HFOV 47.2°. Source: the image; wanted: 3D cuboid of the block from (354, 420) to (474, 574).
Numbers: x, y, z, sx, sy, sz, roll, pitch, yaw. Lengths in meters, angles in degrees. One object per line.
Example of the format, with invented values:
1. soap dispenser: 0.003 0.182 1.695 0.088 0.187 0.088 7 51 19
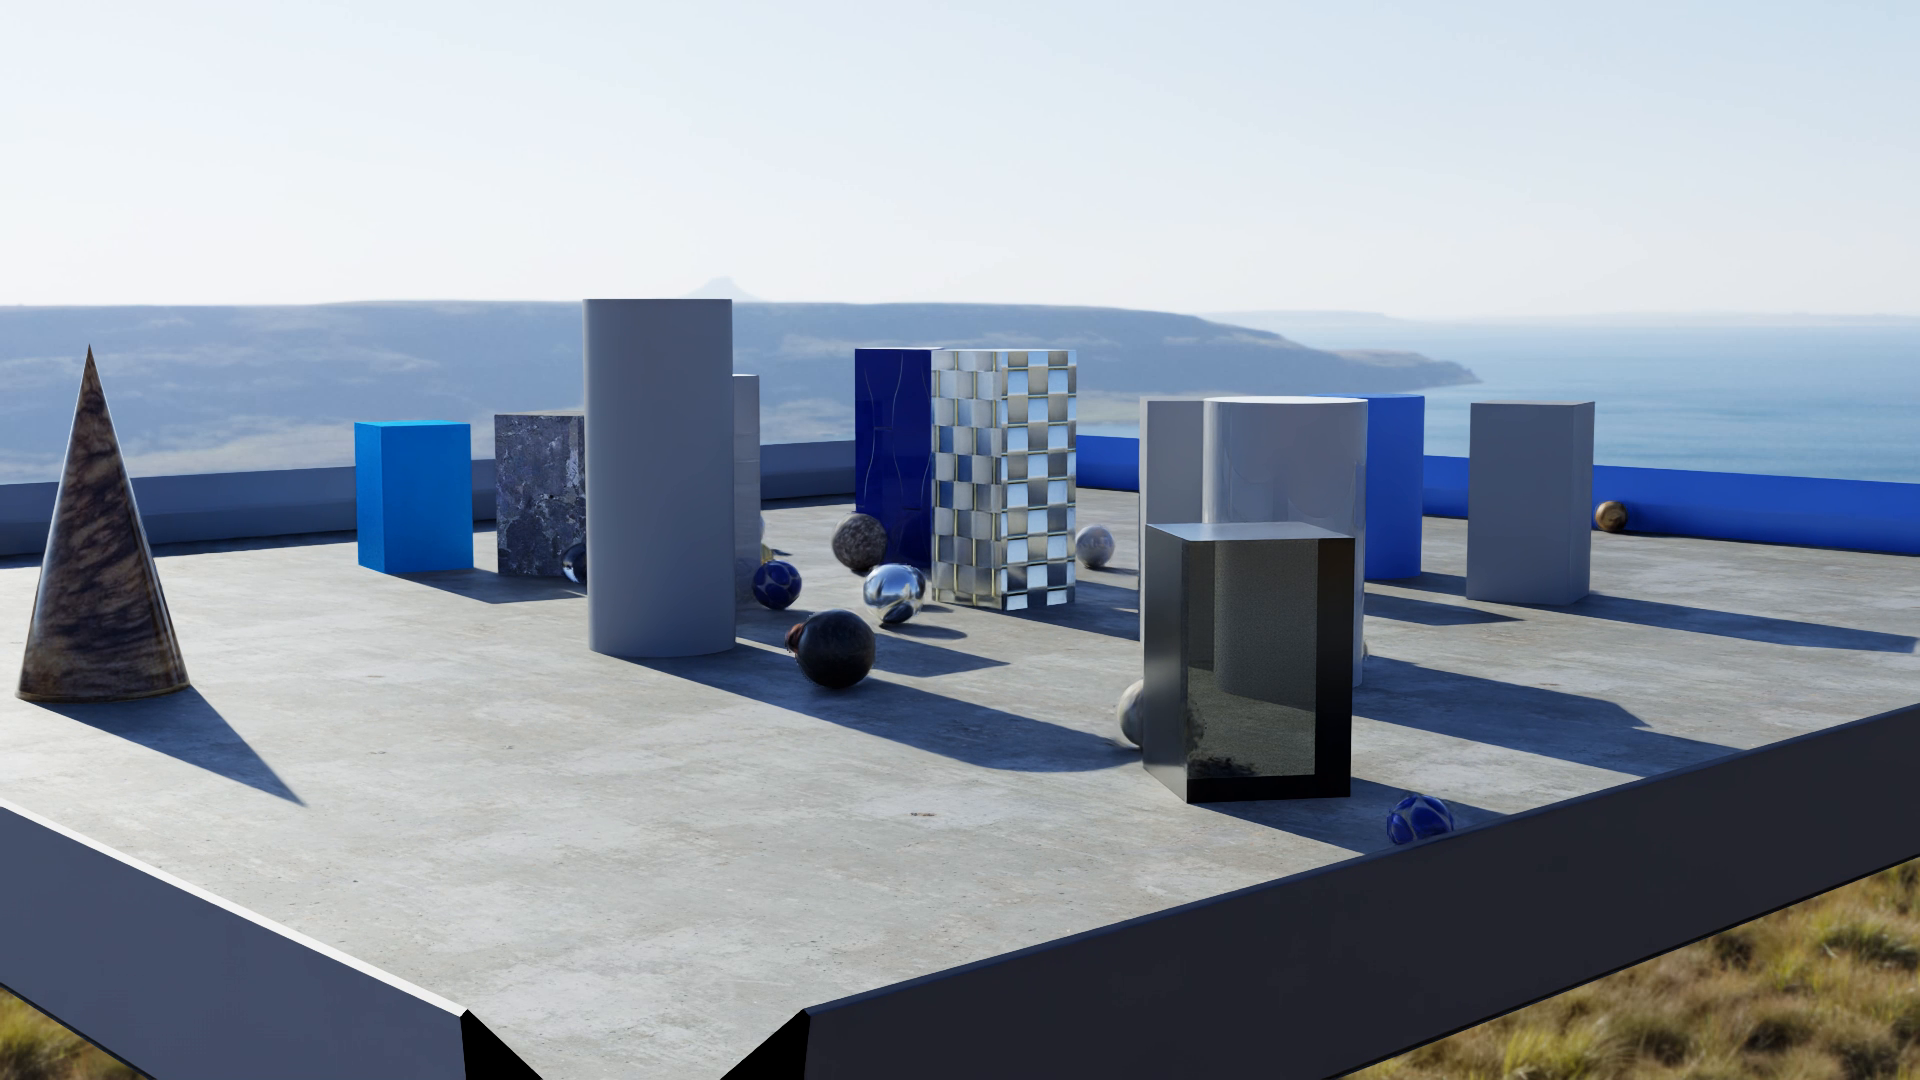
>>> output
1. block: -0.945 -0.078 3.805 0.155 0.249 0.155 -4 7 -31

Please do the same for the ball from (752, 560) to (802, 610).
1. ball: -0.273 0.066 3.271 0.074 0.074 0.074 0 6 0

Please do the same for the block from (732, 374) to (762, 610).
1. block: -0.408 -0.073 3.287 0.155 0.347 0.155 -6 8 -43

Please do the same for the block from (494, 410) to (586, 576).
1. block: -0.685 -0.083 3.761 0.155 0.268 0.155 2 6 18

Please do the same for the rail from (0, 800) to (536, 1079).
1. rail: -1.271 0.155 2.166 0.045 0.126 3.345 -5 8 -42

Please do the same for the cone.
1. cone: -1.007 -0.026 2.564 0.194 0.406 0.194 0 6 0

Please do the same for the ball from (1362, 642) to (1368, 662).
1. ball: 0.486 0.137 2.742 0.043 0.043 0.043 0 6 0

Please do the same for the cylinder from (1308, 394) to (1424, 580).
1. cylinder: 0.684 -0.094 3.719 0.194 0.300 0.194 0 6 0

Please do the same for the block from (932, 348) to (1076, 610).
1. block: 0.066 -0.097 3.345 0.155 0.383 0.155 -5 8 -42

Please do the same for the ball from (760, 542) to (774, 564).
1. ball: -0.340 0.034 3.613 0.066 0.066 0.066 0 6 0

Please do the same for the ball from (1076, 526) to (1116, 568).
1. ball: 0.233 0.011 3.810 0.072 0.072 0.072 0 6 0

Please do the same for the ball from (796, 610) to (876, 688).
1. ball: -0.145 0.128 2.587 0.094 0.094 0.094 0 6 0

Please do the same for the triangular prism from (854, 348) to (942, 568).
1. triangular prism: -0.074 -0.150 3.879 0.168 0.377 0.145 4 7 34

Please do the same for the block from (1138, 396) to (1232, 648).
1. block: 0.319 -0.024 2.913 0.155 0.328 0.155 0 6 1

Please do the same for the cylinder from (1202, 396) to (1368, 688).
1. cylinder: 0.388 0.000 2.638 0.194 0.337 0.194 0 6 0

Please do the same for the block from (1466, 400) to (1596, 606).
1. block: 0.884 -0.062 3.405 0.155 0.302 0.155 3 7 27

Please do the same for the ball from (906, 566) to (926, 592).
1. ball: -0.081 0.068 3.325 0.059 0.059 0.059 0 6 0

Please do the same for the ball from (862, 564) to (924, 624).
1. ball: -0.095 0.076 3.118 0.086 0.086 0.086 0 6 0

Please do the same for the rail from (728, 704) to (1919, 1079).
1. rail: 1.118 0.159 2.127 3.506 0.126 0.045 -5 8 -42

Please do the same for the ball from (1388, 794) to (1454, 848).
1. ball: 0.375 0.233 1.786 0.052 0.052 0.052 0 6 0

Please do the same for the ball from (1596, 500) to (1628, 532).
1. ball: 1.306 -0.047 4.403 0.064 0.064 0.064 0 6 0

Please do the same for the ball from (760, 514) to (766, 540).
1. ball: -0.402 -0.023 4.105 0.078 0.078 0.078 0 6 0

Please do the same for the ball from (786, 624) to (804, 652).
1. ball: -0.204 0.128 2.844 0.040 0.040 0.040 0 6 0

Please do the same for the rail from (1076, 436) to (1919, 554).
1. rail: 1.271 -0.090 4.498 0.045 0.126 3.345 -5 8 -42

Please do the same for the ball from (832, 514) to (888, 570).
1. ball: -0.171 0.003 3.764 0.097 0.097 0.097 0 6 0

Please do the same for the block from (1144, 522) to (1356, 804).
1. block: 0.268 0.110 2.065 0.155 0.239 0.155 -1 6 -10

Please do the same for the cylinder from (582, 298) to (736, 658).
1. cylinder: -0.395 -0.087 2.895 0.194 0.458 0.194 0 6 0

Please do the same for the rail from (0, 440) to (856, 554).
1. rail: -1.118 -0.094 4.537 3.506 0.126 0.045 -5 8 -42

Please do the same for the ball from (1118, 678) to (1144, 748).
1. ball: 0.196 0.176 2.229 0.073 0.073 0.073 0 6 0

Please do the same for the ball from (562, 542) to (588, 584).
1. ball: -0.615 0.037 3.584 0.066 0.066 0.066 0 6 0
